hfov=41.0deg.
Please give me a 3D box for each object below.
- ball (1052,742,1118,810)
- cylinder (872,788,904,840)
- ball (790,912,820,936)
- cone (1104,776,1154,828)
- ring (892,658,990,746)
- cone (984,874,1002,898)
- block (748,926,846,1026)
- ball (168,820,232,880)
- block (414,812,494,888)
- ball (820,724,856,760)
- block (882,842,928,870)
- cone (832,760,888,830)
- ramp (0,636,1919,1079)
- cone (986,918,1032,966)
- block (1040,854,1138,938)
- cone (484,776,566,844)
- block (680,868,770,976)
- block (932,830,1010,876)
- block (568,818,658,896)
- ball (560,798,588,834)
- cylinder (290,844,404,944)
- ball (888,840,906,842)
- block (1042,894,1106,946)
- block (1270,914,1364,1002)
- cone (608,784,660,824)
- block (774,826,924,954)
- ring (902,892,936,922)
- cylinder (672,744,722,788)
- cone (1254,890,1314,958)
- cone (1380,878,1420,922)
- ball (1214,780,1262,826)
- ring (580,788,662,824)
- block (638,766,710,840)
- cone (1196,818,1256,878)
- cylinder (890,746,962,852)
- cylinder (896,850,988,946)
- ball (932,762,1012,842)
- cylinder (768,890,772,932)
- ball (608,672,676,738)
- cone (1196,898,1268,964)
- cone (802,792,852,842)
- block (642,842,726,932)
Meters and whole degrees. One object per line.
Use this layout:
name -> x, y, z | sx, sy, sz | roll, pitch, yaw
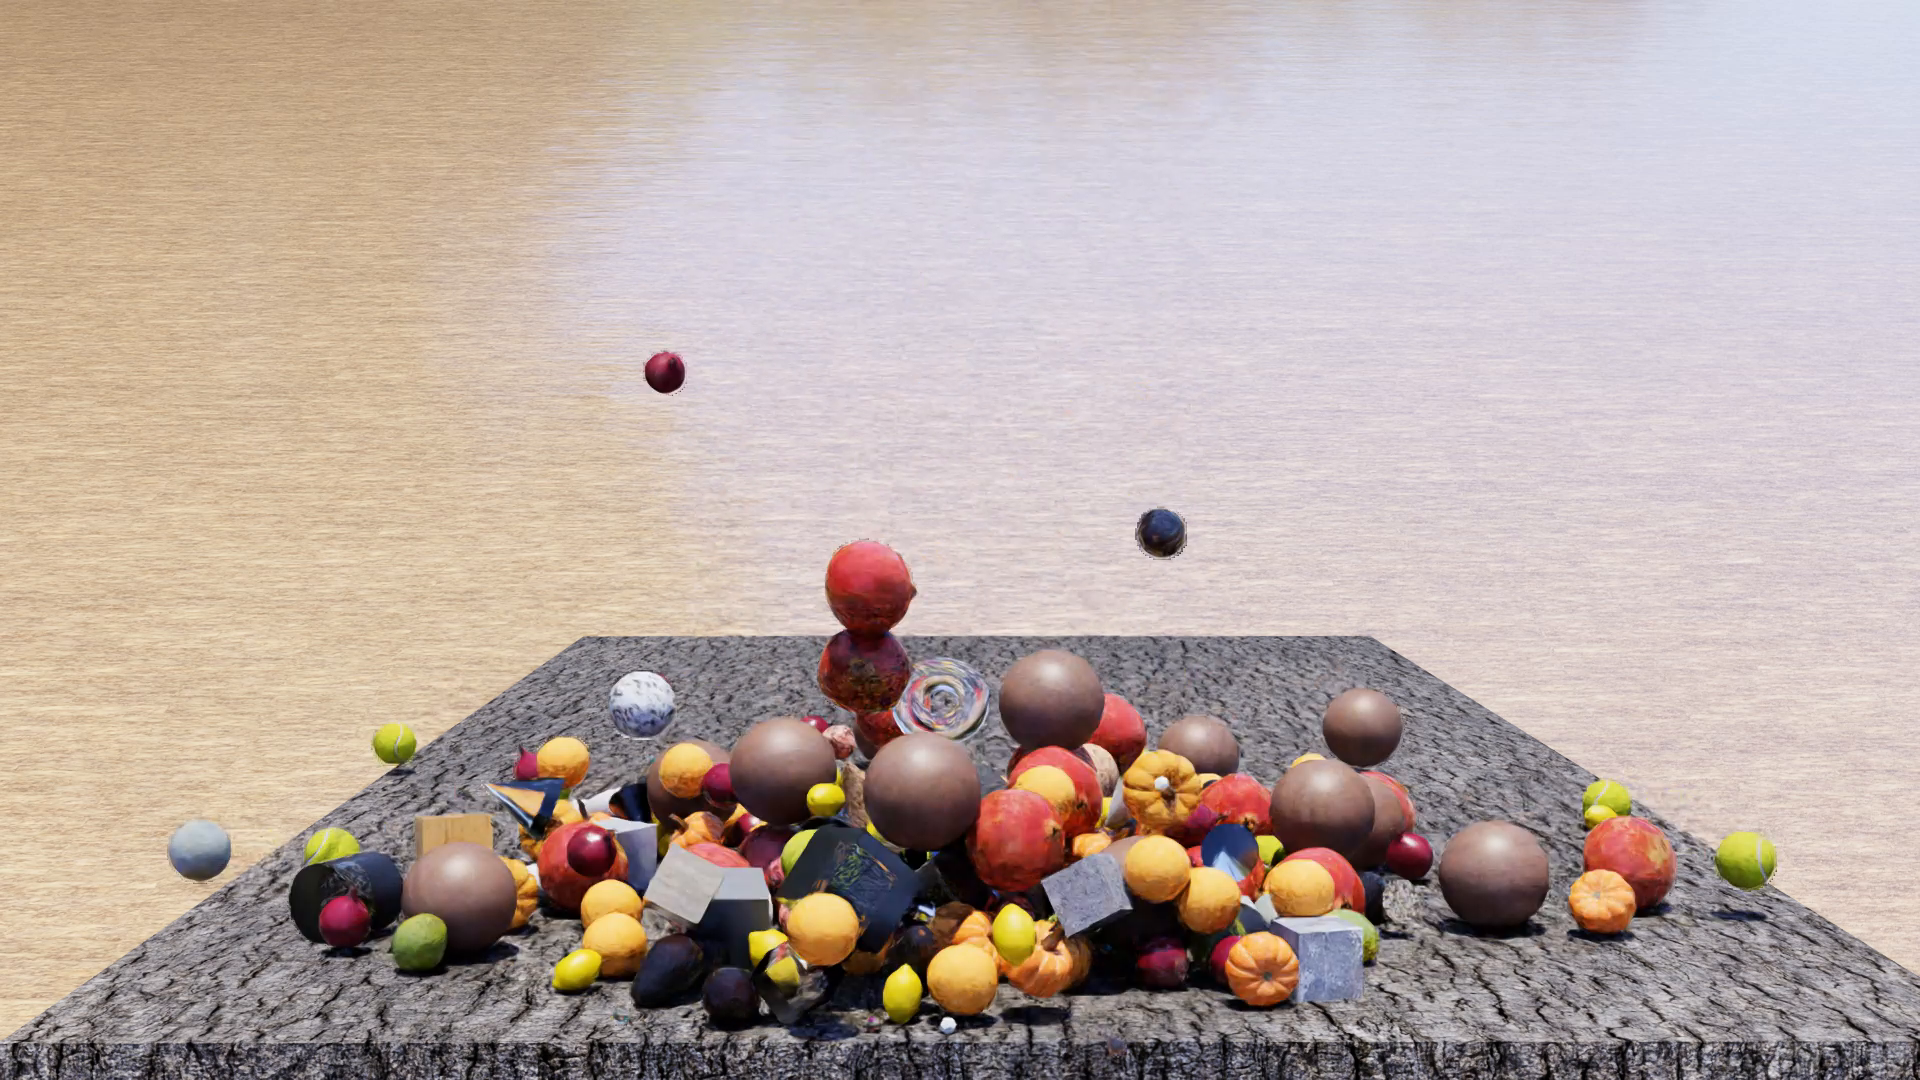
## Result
ball -> 0.165, 0.314, 3.401 | 0.090, 0.090, 0.090 | 0, 20, 0
cylinder -> -0.065, 0.379, 3.485 | 0.078, 0.078, 0.078 | -18, 59, -41
ball -> -0.150, 0.407, 2.954 | 0.099, 0.099, 0.099 | 0, 20, 0
cone -> 0.188, 0.319, 3.024 | 0.059, 0.059, 0.059 | -47, 27, 1
ring -> -0.026, 0.215, 3.398 | 0.131, 0.044, 0.131 | -2, 56, 3
cone -> 0.018, 0.411, 3.211 | 0.071, 0.071, 0.071 | 0, -9, 0
block -> -0.165, 0.443, 2.607 | 0.061, 0.061, 0.061 | -32, 8, 22
ball -> -1.010, 0.413, 3.415 | 0.080, 0.080, 0.080 | 0, 20, 0
block -> -0.652, 0.399, 3.307 | 0.087, 0.087, 0.087 | -2, -3, -19
ball -> -0.179, 0.296, 3.756 | 0.051, 0.051, 0.051 | 0, 20, 0
block -> -0.085, 0.406, 3.039 | 0.075, 0.075, 0.075 | -21, 7, -40
cone -> -0.148, 0.339, 3.571 | 0.095, 0.095, 0.095 | -9, 39, 7
ramp -> 0.047, 0.420, 4.534 | 2.000, 0.100, 4.000 | 0, 4, 0
cone -> 0.043, 0.437, 2.855 | 0.057, 0.057, 0.057 | 13, -20, 32
block -> 0.139, 0.379, 2.745 | 0.066, 0.066, 0.066 | -30, -16, 16
cone -> -0.578, 0.334, 3.352 | 0.095, 0.095, 0.095 | 23, 17, -10
block -> -0.261, 0.422, 2.838 | 0.089, 0.089, 0.089 | 0, 15, -10
block -> 0.012, 0.370, 3.113 | 0.066, 0.066, 0.066 | -34, 10, 15
block -> -0.446, 0.408, 3.303 | 0.080, 0.080, 0.080 | 2, 4, 33
ball -> -0.542, 0.397, 3.660 | 0.056, 0.056, 0.056 | 0, 20, 0
cylinder -> -0.720, 0.419, 3.017 | 0.093, 0.093, 0.093 | 12, 23, 29
ball -> -0.080, 0.416, 3.297 | 0.063, 0.063, 0.063 | 0, 20, 0
block -> 0.131, 0.439, 2.978 | 0.053, 0.053, 0.053 | -2, 0, -26
block -> 0.380, 0.446, 2.737 | 0.074, 0.074, 0.074 | -1, 4, -16
cone -> -0.438, 0.384, 3.516 | 0.073, 0.073, 0.073 | -7, 50, -19
block -> -0.117, 0.366, 2.692 | 0.092, 0.092, 0.092 | -6, 46, 57
ring -> -0.065, 0.400, 2.850 | 0.083, 0.028, 0.083 | 25, -1, 0
cylinder -> -0.421, 0.363, 4.109 | 0.067, 0.067, 0.067 | -1, 19, -16
cone -> 0.355, 0.429, 2.853 | 0.079, 0.079, 0.079 | 4, -8, 10
cone -> 0.506, 0.425, 3.022 | 0.050, 0.050, 0.050 | -9, -6, -22
ball -> 0.406, 0.385, 3.745 | 0.068, 0.068, 0.068 | 0, 20, 0
ring -> -0.476, 0.388, 3.606 | 0.116, 0.116, 0.039 | -5, 54, -13
block -> -0.412, 0.377, 3.697 | 0.091, 0.091, 0.091 | 0, 4, 2
cone -> 0.300, 0.354, 2.925 | 0.067, 0.067, 0.067 | 0, -11, 0
cylinder -> -0.032, 0.303, 3.005 | 0.090, 0.090, 0.090 | -3, 27, -7
cylinder -> -0.025, 0.410, 2.944 | 0.081, 0.081, 0.081 | -40, -1, 31
ball -> 0.013, 0.297, 2.911 | 0.090, 0.090, 0.090 | 0, 20, 0
cylinder -> -0.254, 0.438, 3.027 | 0.054, 0.054, 0.054 | 0, 19, -19
ball -> -0.395, 0.205, 3.192 | 0.084, 0.084, 0.084 | 0, 20, 0
cone -> 0.313, 0.418, 2.871 | 0.083, 0.083, 0.083 | 6, 21, 17
cone -> -0.151, 0.327, 3.084 | 0.065, 0.065, 0.065 | 3, 47, 9
block -> -0.294, 0.371, 2.736 | 0.065, 0.065, 0.065 | 27, -17, 1
